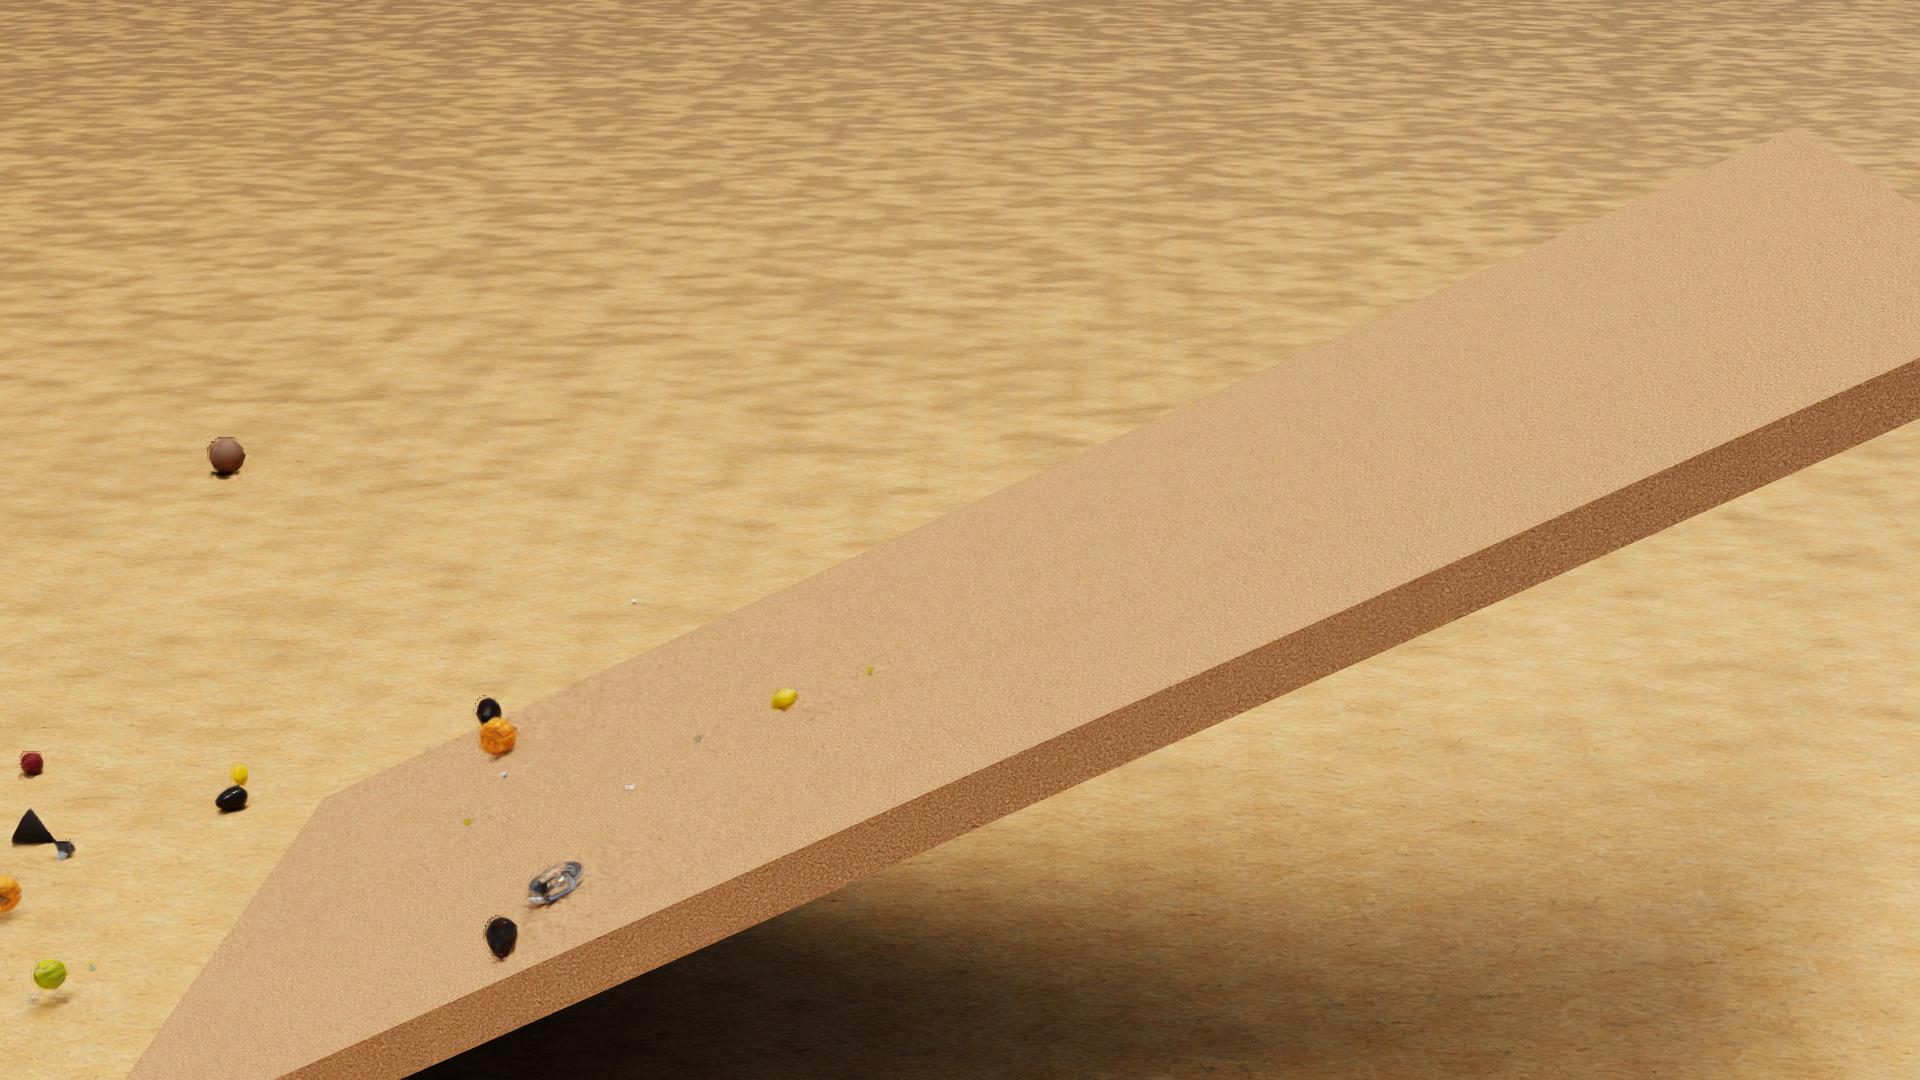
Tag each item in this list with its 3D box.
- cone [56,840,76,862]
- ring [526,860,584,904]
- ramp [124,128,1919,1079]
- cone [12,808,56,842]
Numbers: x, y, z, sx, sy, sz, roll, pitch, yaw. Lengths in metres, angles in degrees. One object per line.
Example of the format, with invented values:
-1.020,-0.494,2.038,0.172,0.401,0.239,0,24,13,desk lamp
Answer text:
-2.258,0.791,7.395,0.050,0.050,0.050,2,43,7,cone
-0.801,0.677,5.823,0.124,0.041,0.124,-25,12,6,ring
0.137,0.168,6.282,4.000,0.100,2.000,-24,13,9,ramp
-2.348,0.749,7.501,0.098,0.098,0.098,27,16,-4,cone
